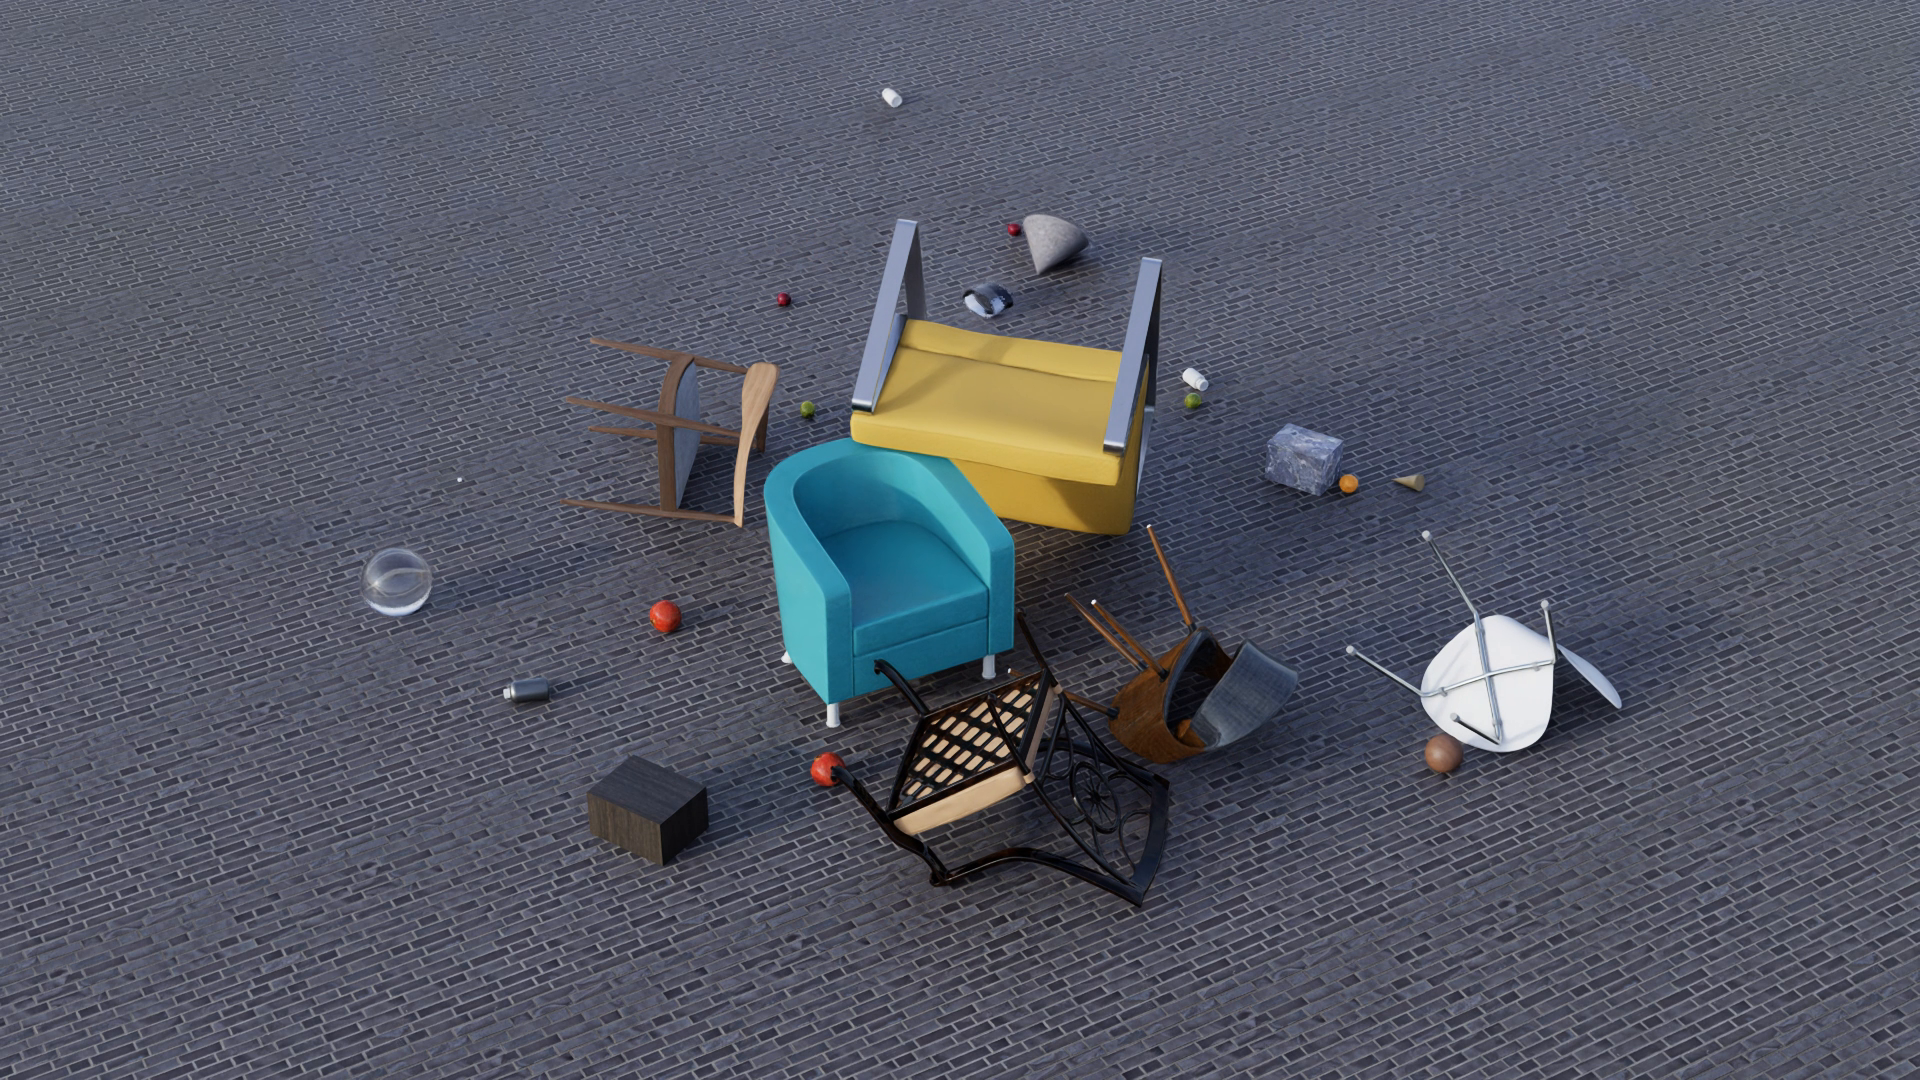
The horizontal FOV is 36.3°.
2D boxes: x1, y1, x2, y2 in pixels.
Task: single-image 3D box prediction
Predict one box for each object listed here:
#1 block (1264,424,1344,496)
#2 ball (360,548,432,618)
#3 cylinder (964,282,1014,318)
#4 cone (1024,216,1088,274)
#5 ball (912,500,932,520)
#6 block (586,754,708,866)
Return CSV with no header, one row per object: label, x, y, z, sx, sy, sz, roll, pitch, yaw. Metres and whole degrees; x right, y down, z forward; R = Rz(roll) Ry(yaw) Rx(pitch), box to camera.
block,1.322,-0.310,11.268,0.239,0.161,0.173,20,38,27
ball,-2.017,0.151,10.488,0.250,0.250,0.250,0,33,0
cylinder,0.119,-1.016,12.393,0.187,0.103,0.108,30,44,33
cone,0.378,-1.241,12.721,0.314,0.273,0.219,9,66,35
ball,-0.143,-0.111,11.041,0.080,0.080,0.080,0,33,0
block,-1.007,0.871,9.468,0.301,0.169,0.238,20,38,28
